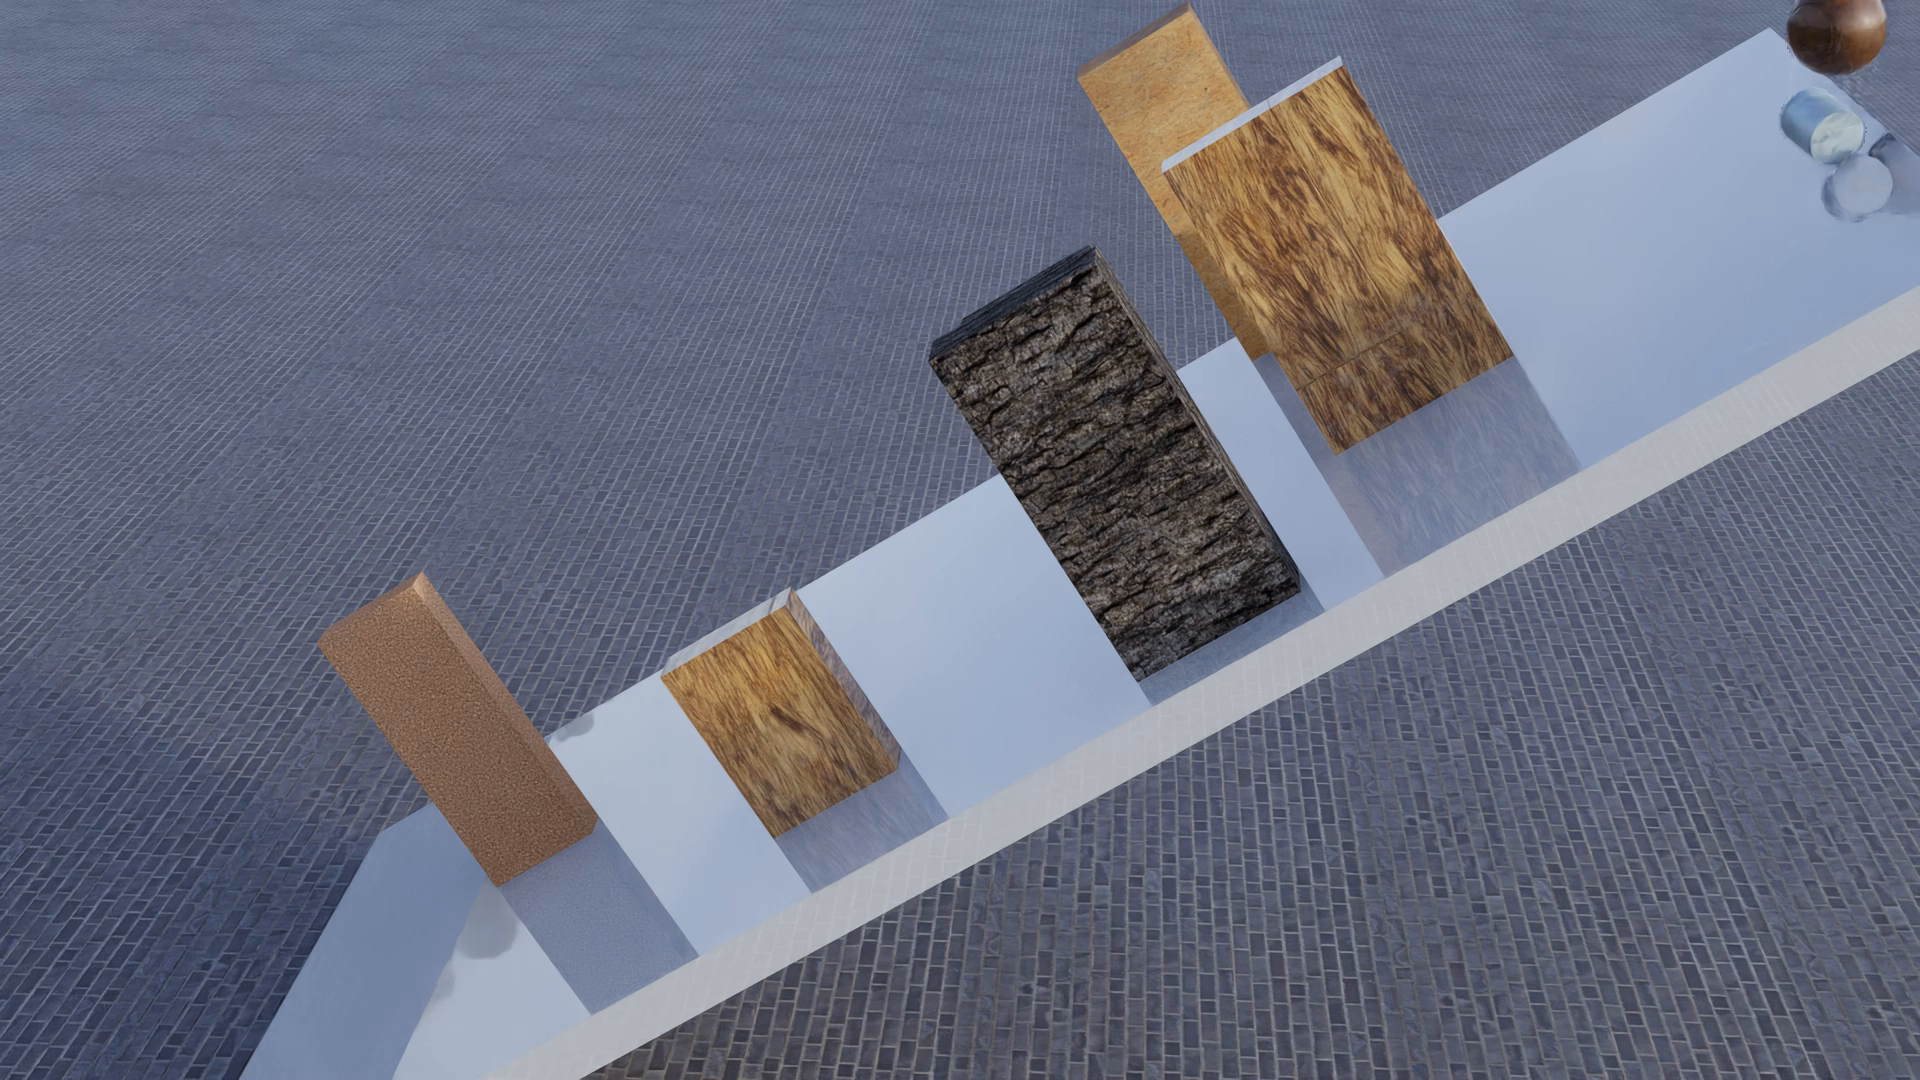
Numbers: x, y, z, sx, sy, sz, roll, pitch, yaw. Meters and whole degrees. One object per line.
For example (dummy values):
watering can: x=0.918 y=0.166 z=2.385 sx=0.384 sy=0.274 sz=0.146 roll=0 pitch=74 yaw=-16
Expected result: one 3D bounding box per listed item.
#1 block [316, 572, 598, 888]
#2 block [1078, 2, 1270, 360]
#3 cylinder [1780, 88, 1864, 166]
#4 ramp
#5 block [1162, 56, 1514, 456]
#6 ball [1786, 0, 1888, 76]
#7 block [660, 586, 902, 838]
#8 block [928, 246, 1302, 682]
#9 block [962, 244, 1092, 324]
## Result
block: x=-1.115 y=0.426 z=6.554 sx=0.263 sy=0.690 sz=0.093 roll=-30 pitch=15 yaw=13
block: x=0.597 y=-0.820 z=6.754 sx=0.290 sy=0.773 sz=0.142 roll=-30 pitch=15 yaw=13
cylinder: x=1.666 y=-0.800 z=5.686 sx=0.114 sy=0.114 sz=0.114 roll=-6 pitch=33 yaw=-15
ramp: x=0.141 y=0.169 z=6.291 sx=4.000 sy=0.100 sz=2.000 roll=-30 pitch=15 yaw=13
block: x=0.746 y=-0.556 z=5.803 sx=0.403 sy=0.674 sz=0.103 roll=-30 pitch=15 yaw=13
ball: x=1.740 y=-1.017 z=5.838 sx=0.192 sy=0.192 sz=0.192 roll=0 pitch=20 yaw=0
block: x=-0.350 y=0.341 z=5.790 sx=0.294 sy=0.402 sz=0.105 roll=-30 pitch=15 yaw=13
block: x=0.285 y=-0.134 z=5.345 sx=0.347 sy=0.718 sz=0.133 roll=-30 pitch=15 yaw=13
block: x=0.272 y=-0.350 z=6.504 sx=0.334 sy=0.490 sz=0.149 roll=-30 pitch=15 yaw=13
